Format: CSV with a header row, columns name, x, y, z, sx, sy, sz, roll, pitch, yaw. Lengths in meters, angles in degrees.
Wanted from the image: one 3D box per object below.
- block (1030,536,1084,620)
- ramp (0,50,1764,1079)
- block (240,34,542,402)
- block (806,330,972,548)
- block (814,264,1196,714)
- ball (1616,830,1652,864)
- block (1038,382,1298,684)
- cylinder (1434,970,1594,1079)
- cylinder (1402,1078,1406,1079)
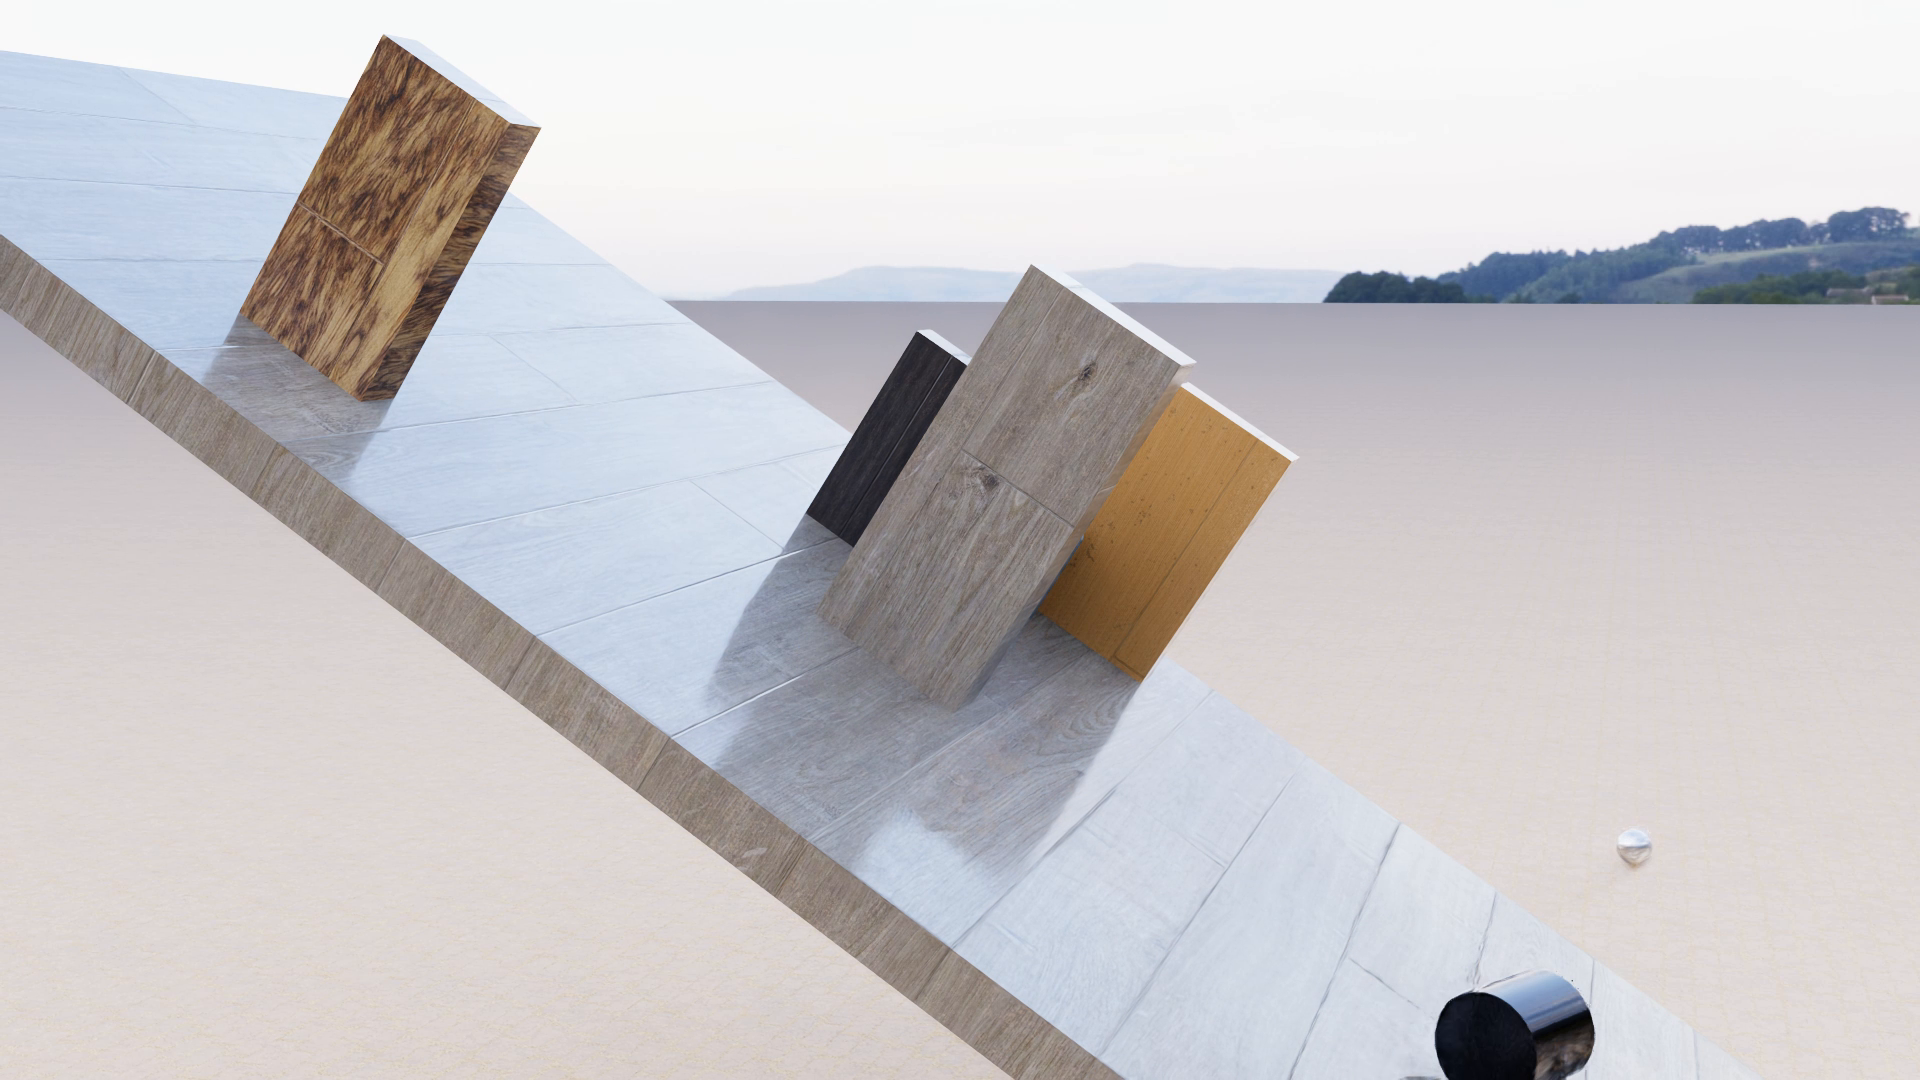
name,x,y,z,sx,sy,sz,roll,pitch,yaw
block,0.124,0.005,4.701,0.205,0.205,0.205,32,15,-4
ramp,-0.131,0.220,4.101,4.000,0.100,2.000,35,15,10
block,-0.937,-0.524,3.607,0.268,0.529,0.103,35,15,10
block,-0.034,-0.130,4.363,0.374,0.436,0.089,35,15,10
block,0.074,-0.090,3.871,0.311,0.736,0.136,35,15,10
ball,2.120,0.965,6.911,0.111,0.111,0.111,0,7,0
block,0.436,-0.015,4.674,0.283,0.574,0.103,35,15,10
cylinder,0.926,0.830,3.671,0.190,0.190,0.190,7,8,44
cylinder,0.659,0.875,3.159,0.143,0.143,0.143,35,15,9
